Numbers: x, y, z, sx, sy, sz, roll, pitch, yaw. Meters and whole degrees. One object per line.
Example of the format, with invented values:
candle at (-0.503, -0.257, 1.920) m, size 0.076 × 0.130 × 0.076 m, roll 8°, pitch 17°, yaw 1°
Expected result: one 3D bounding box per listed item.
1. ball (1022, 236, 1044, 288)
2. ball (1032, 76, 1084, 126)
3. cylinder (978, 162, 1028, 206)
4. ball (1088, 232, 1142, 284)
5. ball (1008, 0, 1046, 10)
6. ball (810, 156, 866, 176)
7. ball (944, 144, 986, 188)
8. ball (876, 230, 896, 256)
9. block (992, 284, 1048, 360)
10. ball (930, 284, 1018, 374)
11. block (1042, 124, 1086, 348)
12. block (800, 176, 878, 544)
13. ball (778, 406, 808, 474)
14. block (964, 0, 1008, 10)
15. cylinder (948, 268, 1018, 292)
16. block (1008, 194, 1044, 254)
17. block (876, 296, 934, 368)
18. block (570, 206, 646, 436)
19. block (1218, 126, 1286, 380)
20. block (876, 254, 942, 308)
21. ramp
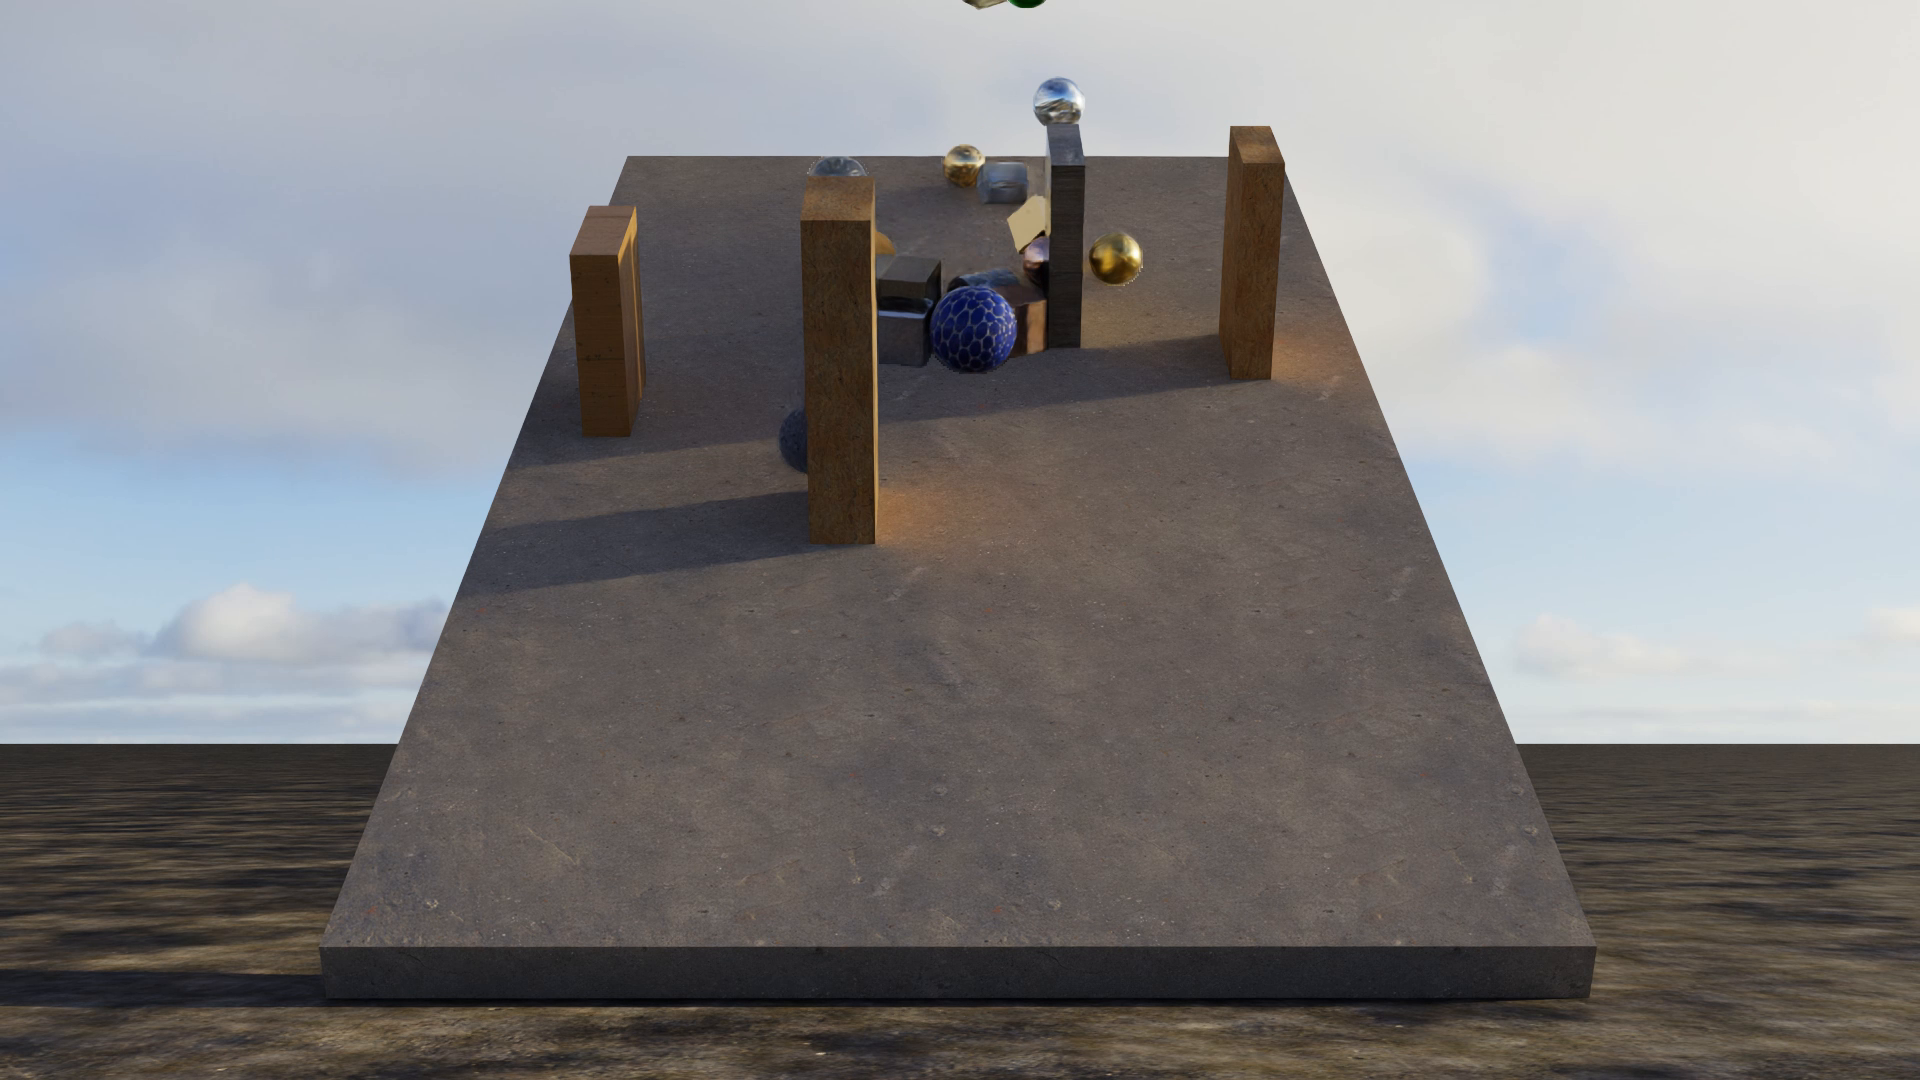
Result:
ball at (0.236, -0.731, 6.235) m, size 0.145 × 0.145 × 0.145 m, roll 0°, pitch -5°, yaw 0°
ball at (0.292, -1.295, 7.032) m, size 0.156 × 0.156 × 0.156 m, roll 0°, pitch -5°, yaw 0°
cylinder at (0.124, -1.028, 6.844) m, size 0.118 × 0.118 × 0.118 m, roll -4°, pitch -4°, yaw -14°
ball at (0.410, -0.745, 6.254) m, size 0.139 × 0.139 × 0.139 m, roll 0°, pitch -5°, yaw 0°
ball at (0.191, -1.589, 6.754) m, size 0.149 × 0.149 × 0.149 m, roll 0°, pitch -5°, yaw 0°
ball at (-0.346, -1.006, 6.741) m, size 0.175 × 0.175 × 0.175 m, roll 0°, pitch -5°, yaw 0°
ball at (0.014, -1.103, 6.987) m, size 0.126 × 0.126 × 0.126 m, roll 0°, pitch -5°, yaw 0°
ball at (-0.245, -0.741, 6.243) m, size 0.155 × 0.155 × 0.155 m, roll 0°, pitch -5°, yaw 0°
block at (0.123, -0.541, 5.874) m, size 0.134 × 0.134 × 0.134 m, roll -15°, pitch 31°, yaw -27°
ball at (0.030, -0.484, 5.446) m, size 0.202 × 0.202 × 0.202 m, roll 0°, pitch -5°, yaw 0°
block at (0.259, -0.766, 5.946) m, size 0.081 × 0.471 × 0.339 m, roll 0°, pitch 27°, yaw 0°
block at (-0.244, -0.368, 4.900) m, size 0.137 × 0.708 × 0.267 m, roll 0°, pitch 27°, yaw 0°
ball at (-0.324, -0.221, 5.209) m, size 0.151 × 0.151 × 0.151 m, roll 0°, pitch -5°, yaw 0°
block at (0.069, -1.640, 6.831) m, size 0.147 × 0.147 × 0.147 m, roll -25°, pitch 45°, yaw -31°
cylinder at (0.063, -0.611, 6.007) m, size 0.138 × 0.138 × 0.138 m, roll -15°, pitch 3°, yaw -27°
block at (0.217, -0.830, 6.321) m, size 0.113 × 0.113 × 0.113 m, roll 13°, pitch -39°, yaw -41°
block at (-0.140, -0.511, 5.820) m, size 0.129 × 0.129 × 0.129 m, roll 5°, pitch 27°, yaw 10°
block at (-0.808, -0.507, 5.466) m, size 0.107 × 0.439 × 0.333 m, roll 0°, pitch 27°, yaw 0°
block at (0.703, -0.696, 5.734) m, size 0.097 × 0.541 × 0.292 m, roll 0°, pitch 27°, yaw 0°
block at (-0.150, -0.602, 5.952) m, size 0.171 × 0.171 × 0.171 m, roll 6°, pitch 28°, yaw 11°
ramp at (-0.011, -0.227, 5.514) m, size 2.000 × 0.100 × 4.000 m, roll 0°, pitch 27°, yaw 0°
